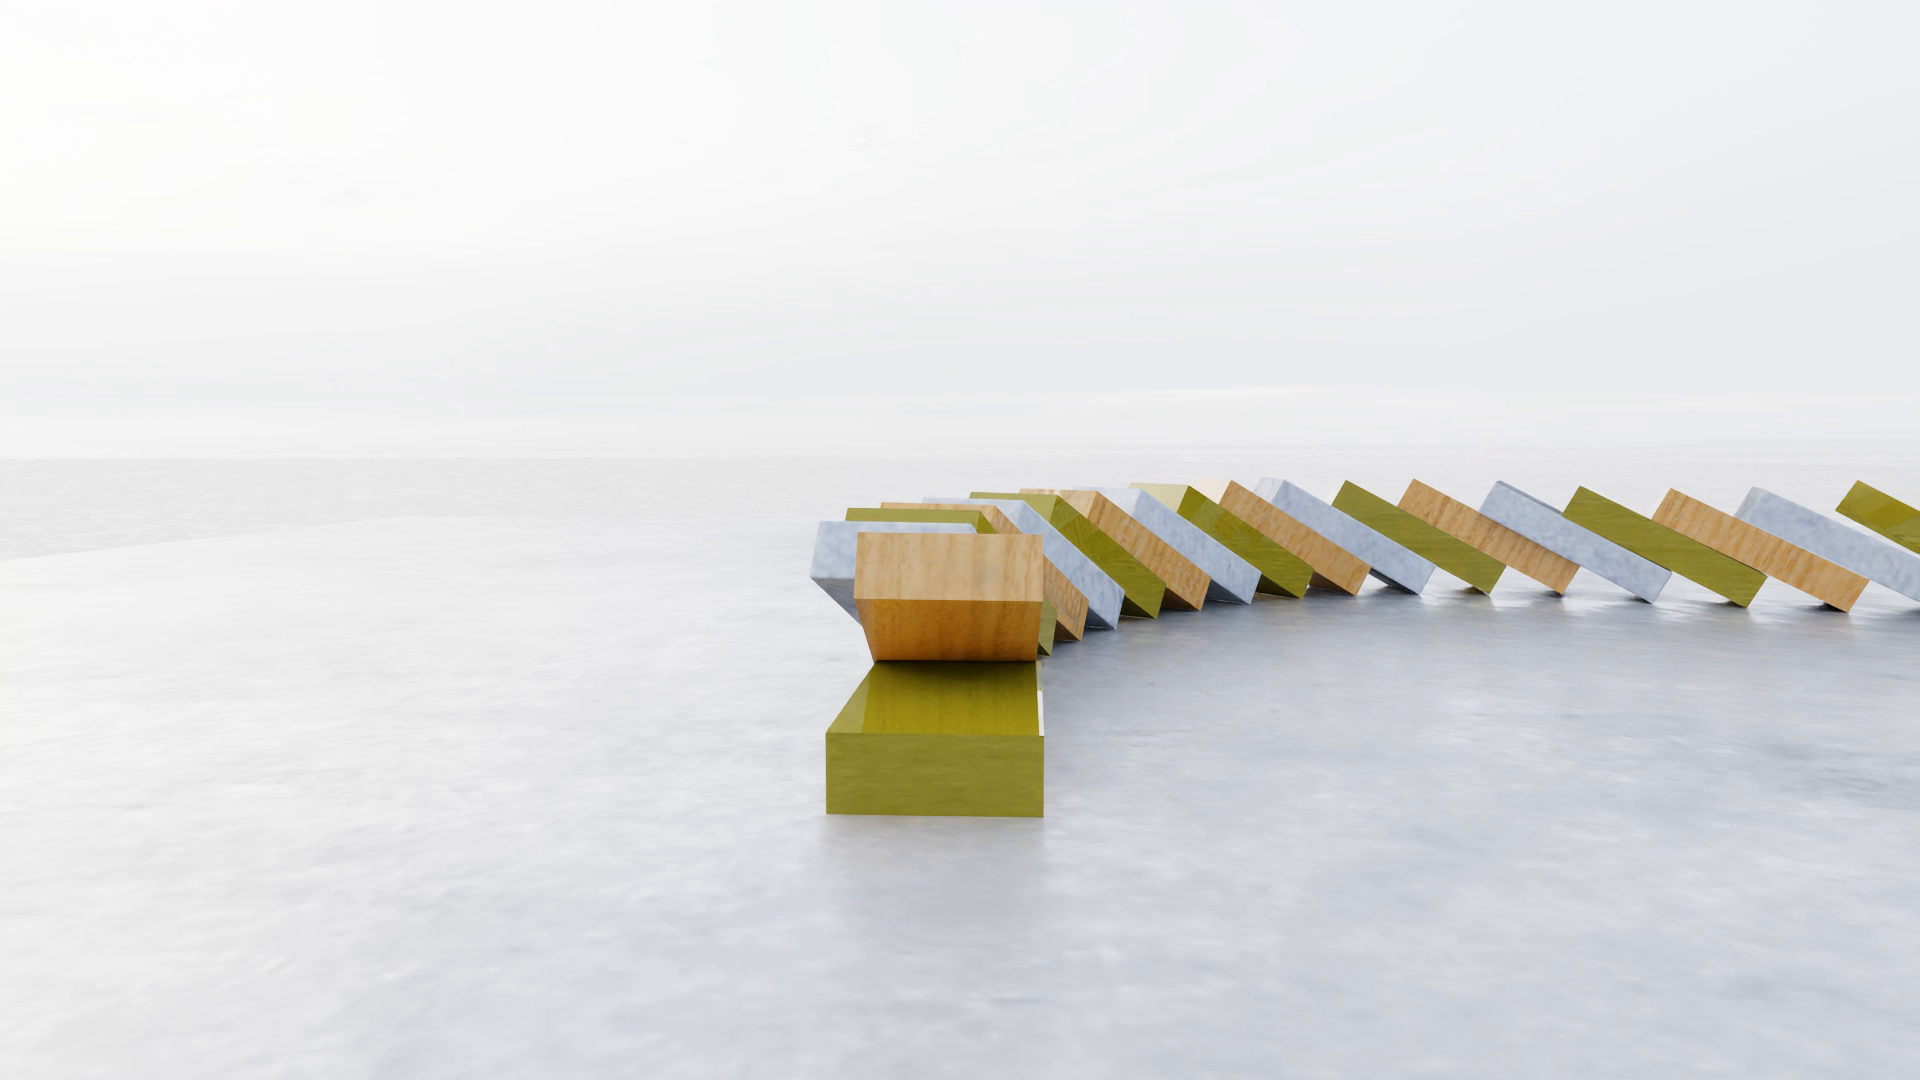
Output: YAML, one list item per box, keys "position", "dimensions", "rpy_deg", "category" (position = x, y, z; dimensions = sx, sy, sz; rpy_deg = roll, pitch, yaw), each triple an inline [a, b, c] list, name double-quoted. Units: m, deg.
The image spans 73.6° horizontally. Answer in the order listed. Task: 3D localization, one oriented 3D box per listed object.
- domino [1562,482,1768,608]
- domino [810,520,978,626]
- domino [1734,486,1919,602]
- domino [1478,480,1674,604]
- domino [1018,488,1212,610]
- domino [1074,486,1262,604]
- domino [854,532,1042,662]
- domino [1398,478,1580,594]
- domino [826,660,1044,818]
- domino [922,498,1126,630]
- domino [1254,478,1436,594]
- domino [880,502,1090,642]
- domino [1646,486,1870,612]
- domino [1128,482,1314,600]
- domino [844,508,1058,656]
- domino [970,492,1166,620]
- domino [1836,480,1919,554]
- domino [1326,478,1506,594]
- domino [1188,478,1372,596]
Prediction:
- position: [0.191, 0.001, 0.351]
  dimensions: [0.050, 0.010, 0.025]
  rpy_deg: [31, 16, 20]
  category: "domino"
- position: [-0.004, 0.011, 0.220]
  dimensions: [0.025, 0.010, 0.050]
  rpy_deg: [1, -21, 17]
  category: "domino"
- position: [0.231, 0.002, 0.334]
  dimensions: [0.050, 0.010, 0.025]
  rpy_deg: [30, 16, 20]
  category: "domino"
- position: [0.172, 0.000, 0.360]
  dimensions: [0.050, 0.010, 0.025]
  rpy_deg: [32, 16, 20]
  category: "domino"
- position: [0.038, 0.003, 0.321]
  dimensions: [0.025, 0.010, 0.050]
  rpy_deg: [5, -21, 47]
  category: "domino"
- position: [0.053, 0.002, 0.337]
  dimensions: [0.050, 0.010, 0.025]
  rpy_deg: [30, -14, -34]
  category: "domino"
- position: [-0.001, 0.013, 0.195]
  dimensions: [0.025, 0.009, 0.050]
  rpy_deg: [1, -21, 2]
  category: "domino"
- position: [0.153, -0.002, 0.373]
  dimensions: [0.050, 0.010, 0.025]
  rpy_deg: [31, 13, 19]
  category: "domino"
- position: [-0.002, 0.025, 0.171]
  dimensions: [0.025, 0.010, 0.050]
  rpy_deg: [0, 4, 3]
  category: "domino"
- position: [0.014, 0.006, 0.284]
  dimensions: [0.025, 0.010, 0.050]
  rpy_deg: [3, -22, 35]
  category: "domino"
- position: [0.110, -0.002, 0.373]
  dimensions: [0.050, 0.009, 0.025]
  rpy_deg: [29, 3, -3]
  category: "domino"
- position: [0.005, 0.007, 0.264]
  dimensions: [0.025, 0.009, 0.050]
  rpy_deg: [2, -22, 29]
  category: "domino"
- position: [0.211, 0.001, 0.342]
  dimensions: [0.050, 0.009, 0.025]
  rpy_deg: [31, 16, 20]
  category: "domino"
- position: [0.070, 0.000, 0.351]
  dimensions: [0.050, 0.010, 0.025]
  rpy_deg: [30, -10, -27]
  category: "domino"
- position: [-0.001, 0.009, 0.242]
  dimensions: [0.025, 0.010, 0.050]
  rpy_deg: [2, -23, 22]
  category: "domino"
- position: [0.025, 0.004, 0.304]
  dimensions: [0.025, 0.010, 0.050]
  rpy_deg: [4, -22, 41]
  category: "domino"
- position: [0.255, 0.001, 0.328]
  dimensions: [0.025, 0.009, 0.050]
  rpy_deg: [-3, 35, -43]
  category: "domino"
- position: [0.132, -0.002, 0.376]
  dimensions: [0.050, 0.009, 0.025]
  rpy_deg: [30, 9, 9]
  category: "domino"
- position: [0.089, -0.001, 0.364]
  dimensions: [0.050, 0.010, 0.025]
  rpy_deg: [29, -4, -15]
  category: "domino"
